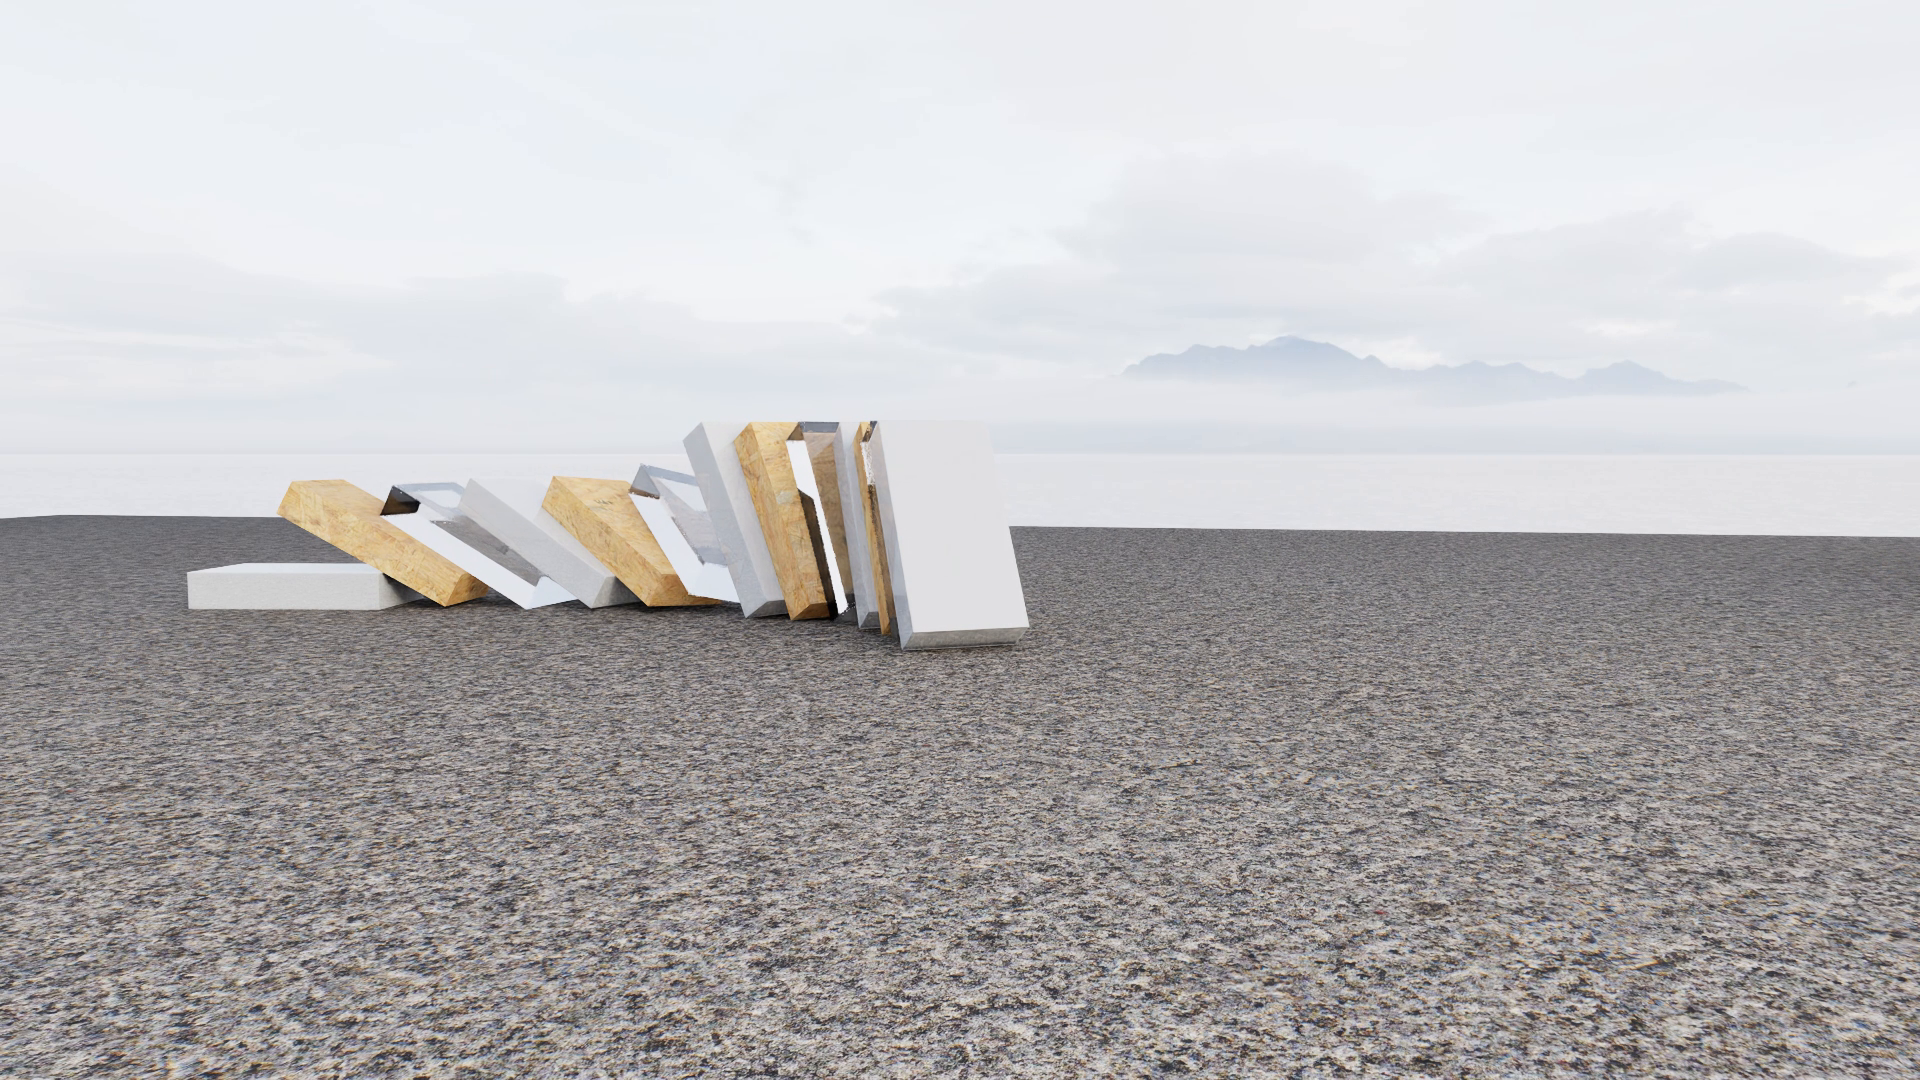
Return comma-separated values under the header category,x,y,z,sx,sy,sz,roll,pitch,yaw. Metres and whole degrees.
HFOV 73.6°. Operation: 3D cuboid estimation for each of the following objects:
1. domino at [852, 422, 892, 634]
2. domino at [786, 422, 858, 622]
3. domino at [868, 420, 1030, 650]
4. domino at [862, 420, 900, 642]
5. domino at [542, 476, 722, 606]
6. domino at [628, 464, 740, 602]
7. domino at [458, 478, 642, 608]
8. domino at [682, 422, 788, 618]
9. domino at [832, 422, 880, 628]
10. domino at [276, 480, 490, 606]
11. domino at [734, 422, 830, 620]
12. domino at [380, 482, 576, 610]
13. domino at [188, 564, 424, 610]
category,x,y,z,sx,sy,sz,roll,pitch,yaw
domino,-0.008,-0.004,0.297,0.025,0.050,0.009,-1,-27,-19
domino,-0.024,-0.005,0.316,0.025,0.050,0.010,-2,-26,-32
domino,-0.003,-0.002,0.275,0.025,0.050,0.009,-1,-27,-19
domino,-0.005,-0.003,0.286,0.025,0.050,0.009,-1,-27,-19
domino,-0.086,0.000,0.342,0.050,0.009,0.025,36,19,30
domino,-0.067,-0.002,0.340,0.025,0.010,0.050,13,23,-40
domino,-0.107,0.000,0.345,0.050,0.009,0.025,33,14,17
domino,-0.050,-0.006,0.326,0.025,0.050,0.009,-5,-24,-48
domino,-0.014,-0.004,0.306,0.025,0.050,0.009,-1,-27,-19
domino,-0.152,0.000,0.343,0.050,0.009,0.025,29,5,1
domino,-0.037,-0.006,0.322,0.025,0.050,0.009,-4,-24,-42
domino,-0.127,0.001,0.346,0.050,0.009,0.025,30,12,12
domino,-0.174,0.012,0.342,0.050,0.010,0.025,0,4,2
